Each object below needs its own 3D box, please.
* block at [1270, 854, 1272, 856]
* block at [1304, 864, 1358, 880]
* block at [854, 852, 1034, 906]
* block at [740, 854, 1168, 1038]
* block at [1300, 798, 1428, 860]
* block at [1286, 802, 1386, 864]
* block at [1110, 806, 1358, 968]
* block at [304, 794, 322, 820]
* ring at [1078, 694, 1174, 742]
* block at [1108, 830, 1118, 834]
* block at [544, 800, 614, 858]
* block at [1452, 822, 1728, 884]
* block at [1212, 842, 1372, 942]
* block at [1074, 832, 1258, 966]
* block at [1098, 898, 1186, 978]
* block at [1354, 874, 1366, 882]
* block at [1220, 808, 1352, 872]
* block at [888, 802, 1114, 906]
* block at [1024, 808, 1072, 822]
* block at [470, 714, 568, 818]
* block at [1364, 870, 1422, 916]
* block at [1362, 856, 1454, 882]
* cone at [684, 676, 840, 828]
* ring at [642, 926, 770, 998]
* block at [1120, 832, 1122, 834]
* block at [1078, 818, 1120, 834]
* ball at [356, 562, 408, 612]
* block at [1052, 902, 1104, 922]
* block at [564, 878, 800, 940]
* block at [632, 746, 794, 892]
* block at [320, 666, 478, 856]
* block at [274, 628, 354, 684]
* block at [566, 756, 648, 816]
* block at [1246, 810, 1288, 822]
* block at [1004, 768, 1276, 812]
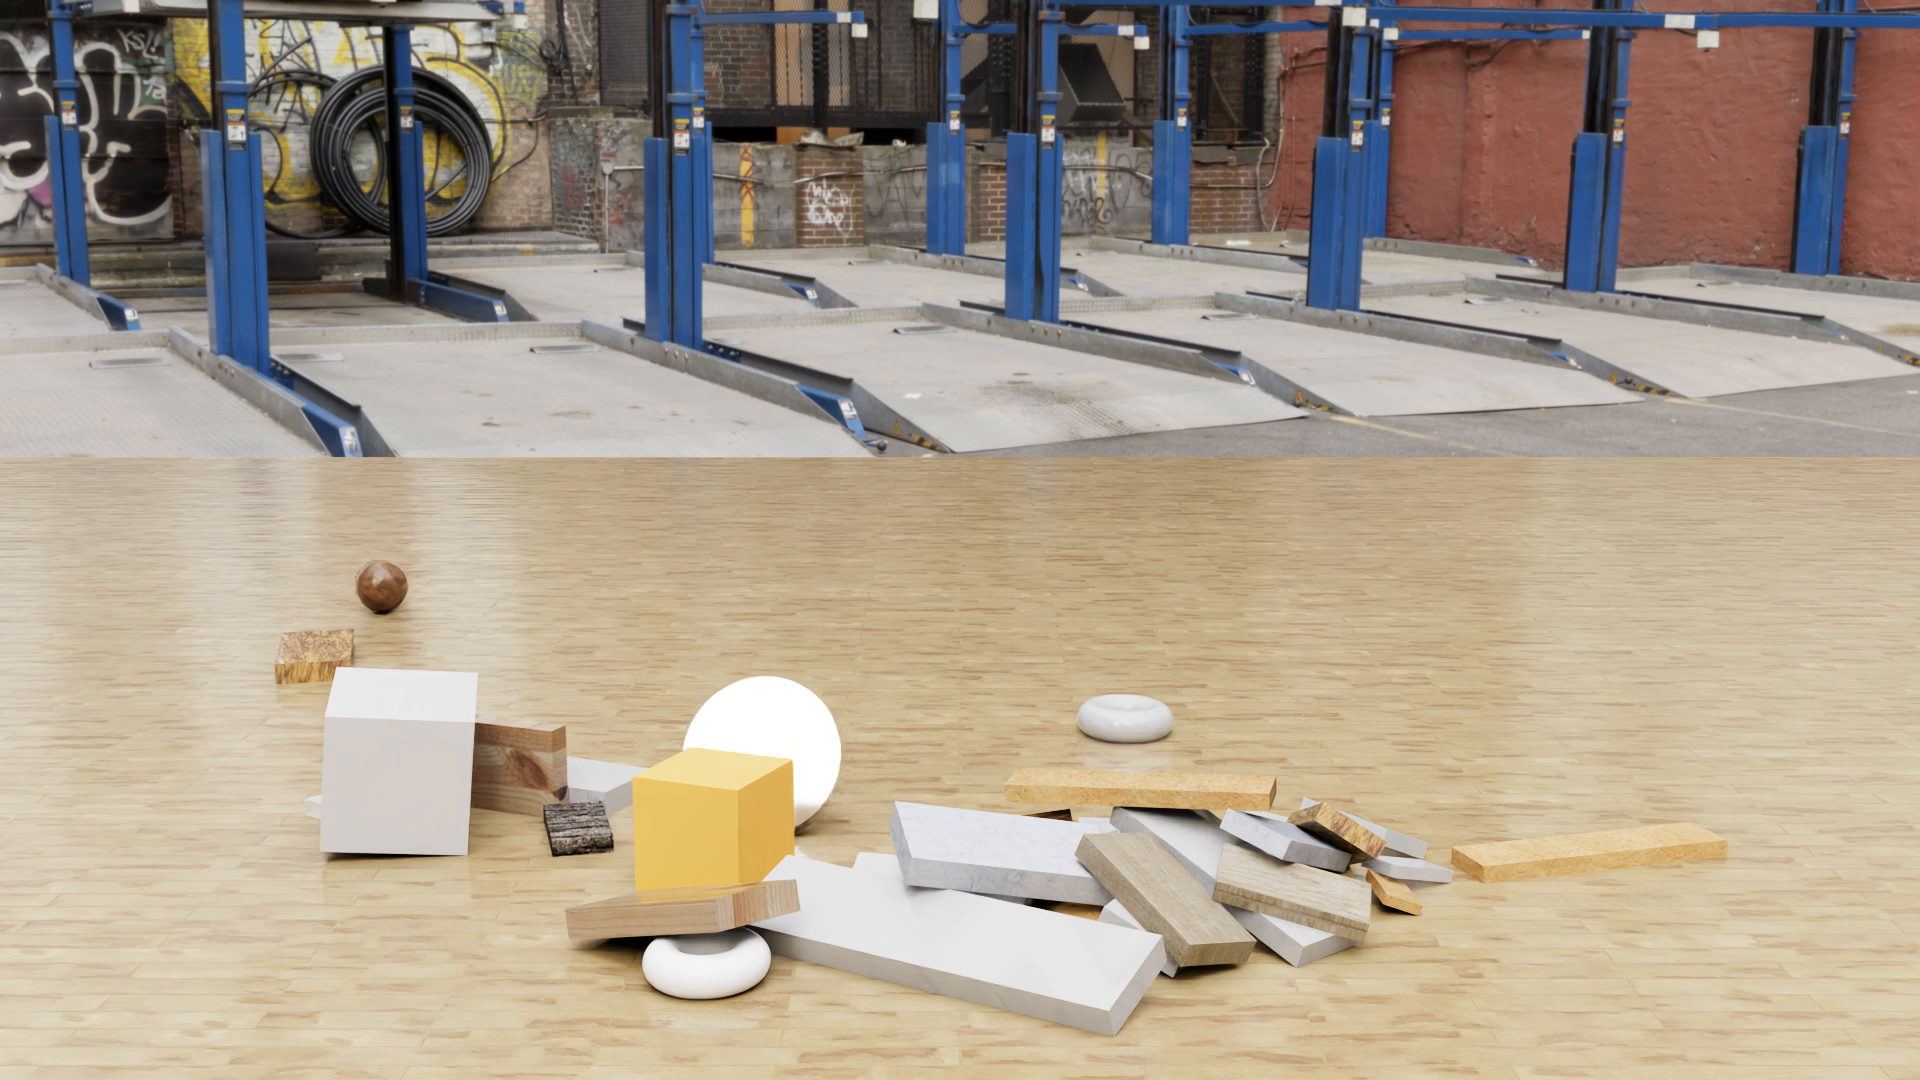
[{"bbox_3d":[0.489,0.554,3.635,0.125,0.018,0.063,-33,9,5],"label":"block"},{"bbox_3d":[0.578,0.561,3.649,0.148,0.021,0.074,-1,11,-1],"label":"block"},{"bbox_3d":[-0.037,0.573,3.503,0.293,0.042,0.147,3,33,14],"label":"block"},{"bbox_3d":[-0.031,0.602,3.315,0.677,0.048,0.171,7,33,32],"label":"block"},{"bbox_3d":[0.714,0.511,3.900,0.108,0.031,0.216,22,-3,-34],"label":"block"},{"bbox_3d":[0.626,0.496,3.691,0.120,0.034,0.239,32,-12,2],"label":"block"},{"bbox_3d":[0.435,0.531,3.516,0.141,0.040,0.424,-10,33,-40],"label":"block"},{"bbox_3d":[-1.102,0.501,4.066,0.213,0.030,0.107,8,13,37],"label":"block"},{"bbox_3d":[0.348,0.376,4.637,0.204,0.068,0.204,1,11,0],"label":"ring"},{"bbox_3d":[0.192,0.541,3.697,0.169,0.024,0.085,-21,11,4],"label":"block"},{"bbox_3d":[-0.689,0.520,3.965,0.107,0.030,0.213,-3,11,-14],"label":"block"},{"bbox_3d":[1.099,0.544,3.834,0.481,0.031,0.108,-3,11,-17],"label":"block"},{"bbox_3d":[0.518,0.548,3.428,0.239,0.034,0.120,15,24,6],"label":"block"},{"bbox_3d":[0.314,0.550,3.388,0.141,0.040,0.283,5,26,-38],"label":"block"},{"bbox_3d":[0.335,0.585,3.438,0.141,0.040,0.283,30,21,21],"label":"block"},{"bbox_3d":[0.603,0.580,3.667,0.148,0.021,0.074,0,11,1],"label":"block"},{"bbox_3d":[0.531,0.489,3.569,0.120,0.034,0.257,25,2,34],"label":"block"},{"bbox_3d":[0.070,0.495,3.474,0.342,0.048,0.171,8,21,-15],"label":"block"},{"bbox_3d":[0.048,0.528,3.630,0.293,0.042,0.147,-8,35,-1],"label":"block"},{"bbox_3d":[-0.895,0.418,4.136,0.335,0.167,0.047,4,11,22],"label":"block"},{"bbox_3d":[0.713,0.580,3.621,0.063,0.018,0.125,19,9,-7],"label":"block"},{"bbox_3d":[0.754,0.554,3.705,0.148,0.021,0.074,11,2,-38],"label":"block"},{"bbox_3d":[-0.338,0.435,4.141,0.296,0.296,0.296,2,-16,10],"label":"cone"},{"bbox_3d":[-0.379,0.629,3.289,0.192,0.064,0.192,-1,11,0],"label":"ring"},{"bbox_3d":[0.358,0.497,3.648,0.169,0.024,0.085,15,24,20],"label":"block"},{"bbox_3d":[0.258,0.536,3.876,0.105,0.030,0.210,1,11,6],"label":"block"},{"bbox_3d":[-1.527,0.124,5.813,0.133,0.133,0.133,0,11,0],"label":"ball"},{"bbox_3d":[0.217,0.609,3.453,0.147,0.042,0.293,5,12,26],"label":"block"},{"bbox_3d":[-0.428,0.567,3.374,0.342,0.048,0.171,-11,-4,40],"label":"block"},{"bbox_3d":[-0.414,0.480,3.717,0.198,0.198,0.198,4,11,23],"label":"block"},{"bbox_3d":[-0.997,0.392,3.920,0.250,0.250,0.250,3,16,-12],"label":"block"},{"bbox_3d":[-1.533,0.275,5.234,0.167,0.047,0.335,-3,11,-14],"label":"block"},{"bbox_3d":[-0.802,0.461,4.234,0.403,0.047,0.167,5,12,25],"label":"block"},{"bbox_3d":[0.579,0.528,3.920,0.216,0.031,0.108,10,14,42],"label":"block"},{"bbox_3d":[0.297,0.410,3.616,0.434,0.030,0.105,0,10,14],"label":"block"}]
